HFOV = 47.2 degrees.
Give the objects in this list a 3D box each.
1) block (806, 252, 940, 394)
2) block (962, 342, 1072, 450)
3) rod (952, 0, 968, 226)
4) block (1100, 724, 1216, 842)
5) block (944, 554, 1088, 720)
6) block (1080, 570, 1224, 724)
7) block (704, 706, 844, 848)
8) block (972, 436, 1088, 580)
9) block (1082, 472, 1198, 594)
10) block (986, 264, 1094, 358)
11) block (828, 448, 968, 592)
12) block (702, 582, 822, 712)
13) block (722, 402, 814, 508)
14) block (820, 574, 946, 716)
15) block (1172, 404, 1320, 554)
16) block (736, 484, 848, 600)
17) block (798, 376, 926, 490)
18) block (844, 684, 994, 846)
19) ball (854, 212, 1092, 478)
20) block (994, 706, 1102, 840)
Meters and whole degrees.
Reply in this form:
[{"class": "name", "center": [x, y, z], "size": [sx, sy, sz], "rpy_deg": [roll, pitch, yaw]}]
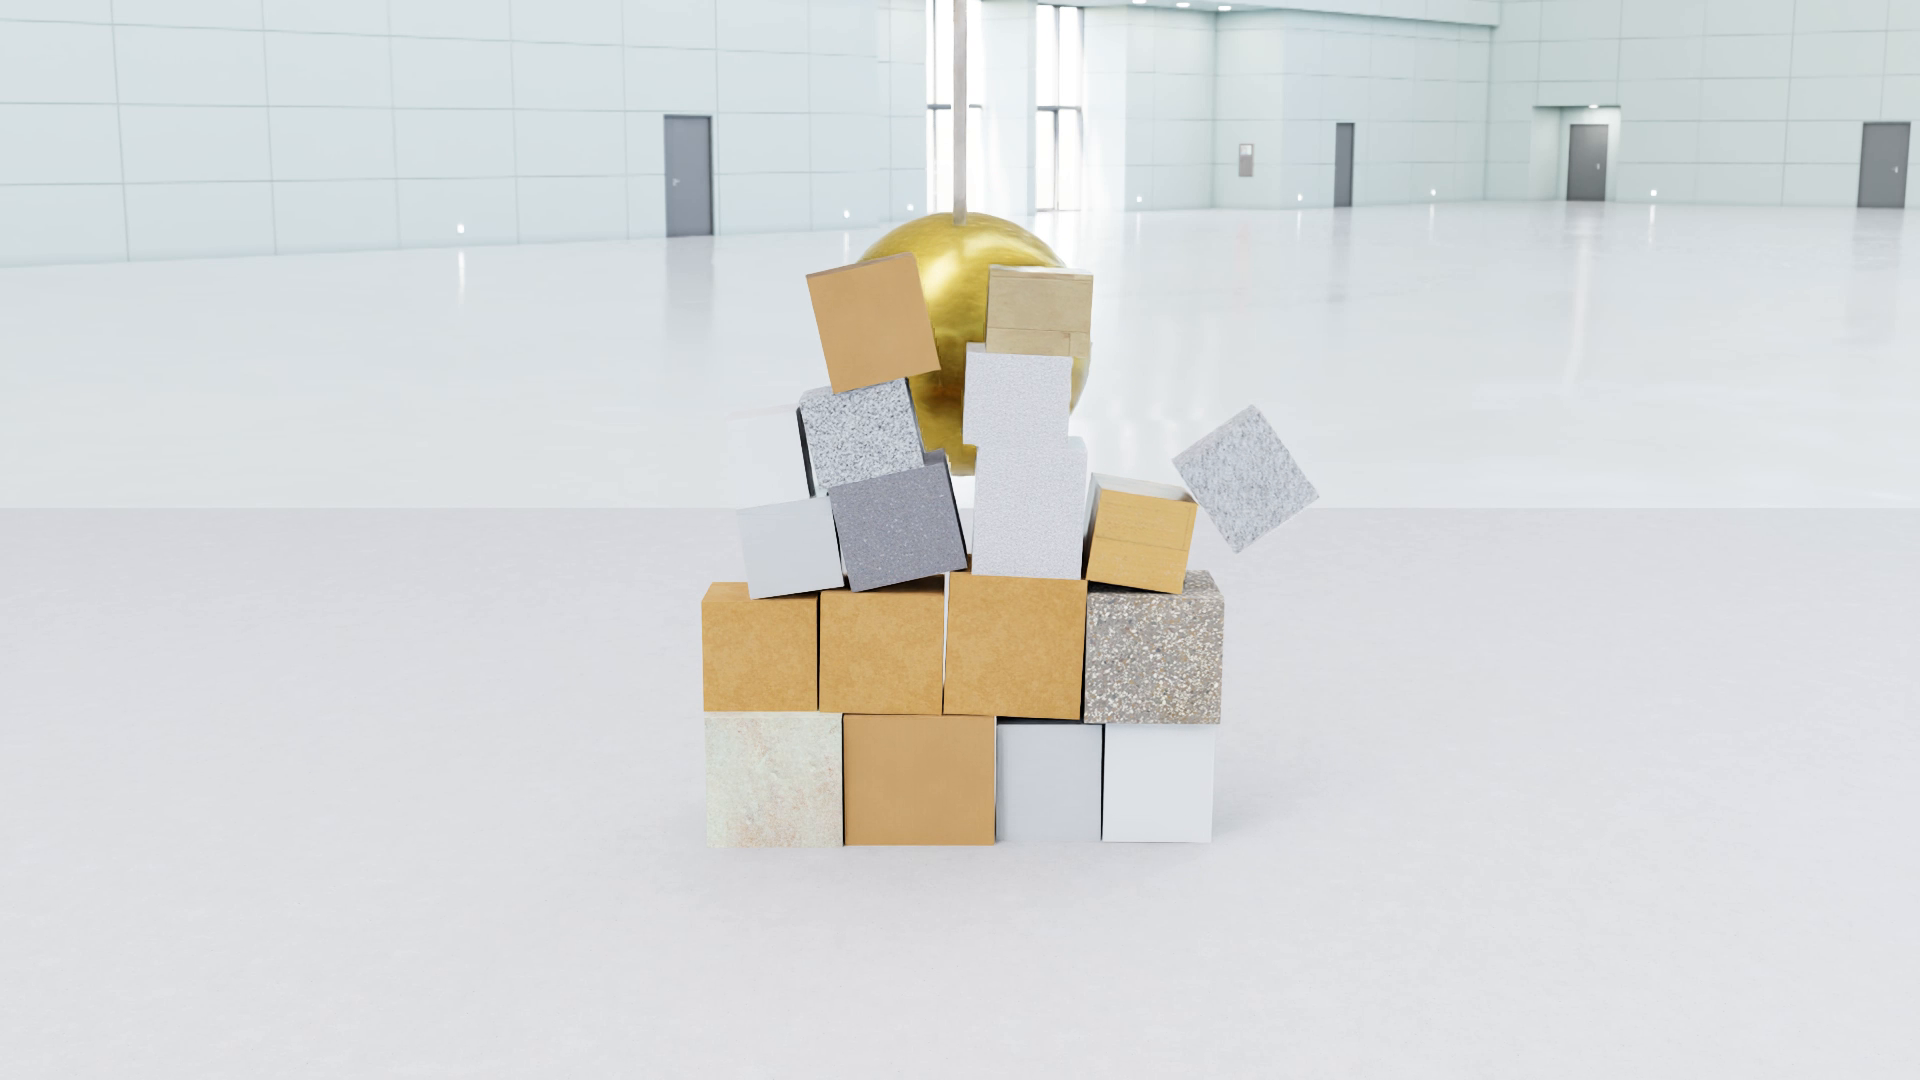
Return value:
[{"class": "block", "center": [-0.442, -1.095, 11.000], "size": [0.539, 0.572, 0.537], "rpy_deg": [-13, 10, -2]}, {"class": "block", "center": [0.280, -0.728, 11.042], "size": [0.517, 0.456, 0.529], "rpy_deg": [3, 10, -1]}, {"class": "rod", "center": [0.000, -4.039, 11.457], "size": [0.080, 5.200, 0.080], "rpy_deg": [0, 33, 0]}, {"class": "block", "center": [1.002, 1.161, 11.399], "size": [0.548, 0.631, 0.654], "rpy_deg": [1, 10, 0]}, {"class": "block", "center": [0.275, 0.483, 11.255], "size": [0.682, 0.711, 0.588], "rpy_deg": [3, 10, -1]}, {"class": "block", "center": [0.965, 0.536, 11.281], "size": [0.679, 0.640, 0.742], "rpy_deg": [1, 10, 0]}, {"class": "block", "center": [-0.931, 1.149, 11.371], "size": [0.680, 0.671, 0.756], "rpy_deg": [0, 10, 0]}, {"class": "block", "center": [0.344, -0.182, 11.134], "size": [0.541, 0.646, 0.546], "rpy_deg": [3, 10, -1]}, {"class": "block", "center": [0.891, -0.040, 11.166], "size": [0.485, 0.462, 0.544], "rpy_deg": [9, 10, -4]}, {"class": "block", "center": [0.389, -1.144, 10.948], "size": [0.505, 0.404, 0.466], "rpy_deg": [3, 10, 0]}, {"class": "block", "center": [-0.310, -0.105, 11.177], "size": [0.591, 0.541, 0.514], "rpy_deg": [-12, 10, 2]}, {"class": "block", "center": [-1.004, 0.541, 11.261], "size": [0.573, 0.565, 0.499], "rpy_deg": [0, 10, 0]}, {"class": "block", "center": [-0.964, -0.434, 11.133], "size": [0.367, 0.436, 0.389], "rpy_deg": [-8, 10, 2]}, {"class": "block", "center": [-0.392, 0.521, 11.279], "size": [0.614, 0.605, 0.597], "rpy_deg": [1, 10, 0]}, {"class": "block", "center": [1.430, -0.313, 11.086], "size": [0.499, 0.521, 0.491], "rpy_deg": [-35, 4, 6]}, {"class": "block", "center": [-0.849, 0.000, 11.188], "size": [0.474, 0.462, 0.449], "rpy_deg": [-8, 10, 1]}, {"class": "block", "center": [-0.486, -0.562, 11.062], "size": [0.531, 0.453, 0.448], "rpy_deg": [-12, 10, 2]}, {"class": "block", "center": [-0.204, 1.151, 11.388], "size": [0.754, 0.660, 0.726], "rpy_deg": [0, 10, 0]}, {"class": "ball", "center": [0.000, -1.181, 13.298], "size": [1.600, 1.600, 1.600], "rpy_deg": [0, 10, 0]}, {"class": "block", "center": [0.448, 1.174, 11.413], "size": [0.530, 0.606, 0.608], "rpy_deg": [0, 10, 0]}]
